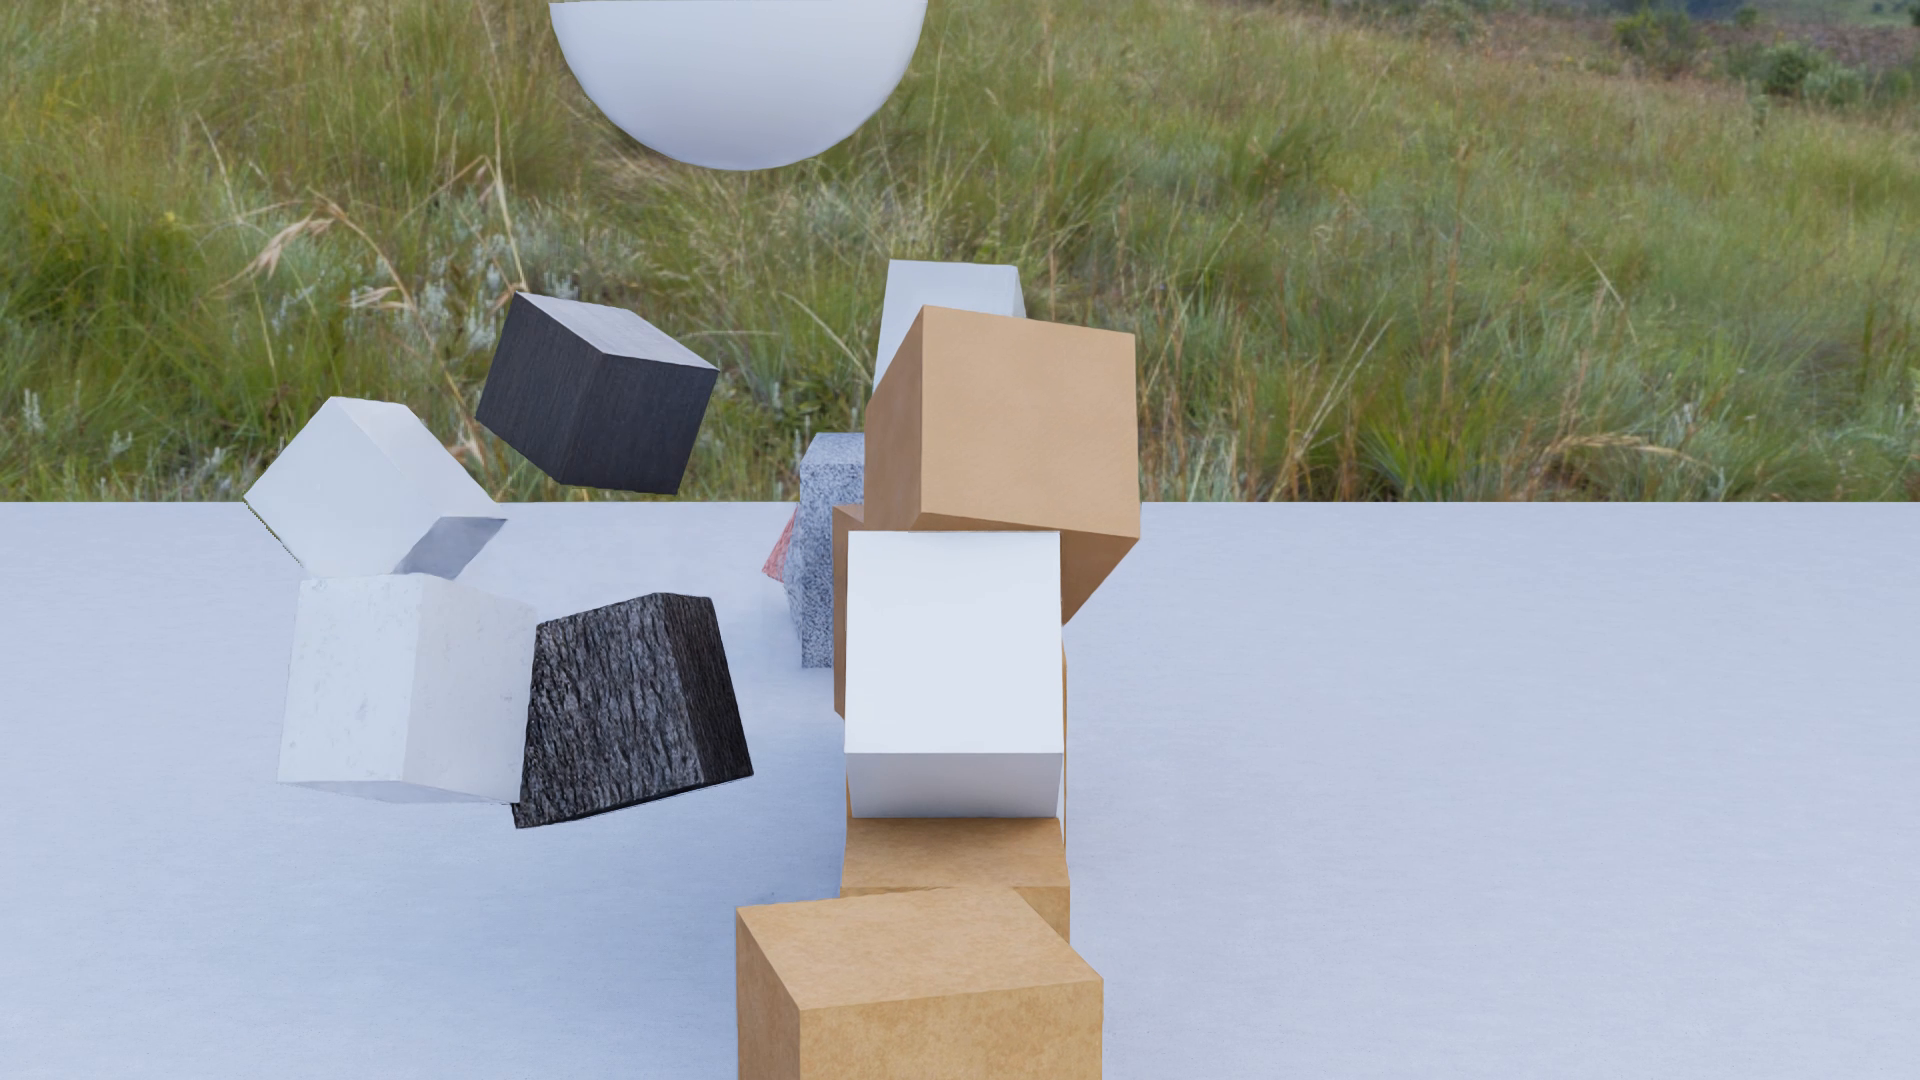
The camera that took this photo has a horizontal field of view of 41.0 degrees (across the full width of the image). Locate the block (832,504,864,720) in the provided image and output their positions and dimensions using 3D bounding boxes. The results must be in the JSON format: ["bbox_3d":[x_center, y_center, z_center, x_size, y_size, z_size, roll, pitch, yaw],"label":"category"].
[{"bbox_3d":[-0.069,0.334,10.569,0.730,0.883,0.755,-3,11,-18],"label":"block"}]

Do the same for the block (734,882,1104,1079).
[{"bbox_3d":[-0.145,1.666,7.767,0.891,0.942,0.929,-3,11,-16],"label":"block"}]

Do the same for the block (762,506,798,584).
[{"bbox_3d":[-0.864,0.136,16.761,0.532,0.536,0.524,30,-4,-26],"label":"block"}]

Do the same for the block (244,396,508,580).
[{"bbox_3d":[-2.763,-0.154,12.188,0.792,0.654,0.700,46,11,12],"label":"block"}]

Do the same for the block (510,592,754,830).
[{"bbox_3d":[-1.406,0.697,10.523,0.792,0.771,0.765,-15,-6,9],"label":"block"}]

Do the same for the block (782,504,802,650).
[{"bbox_3d":[-0.645,0.229,15.558,0.648,0.709,0.669,-3,51,-18],"label":"block"}]

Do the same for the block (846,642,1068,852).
[{"bbox_3d":[-0.016,0.933,11.725,0.965,0.969,1.007,0,10,0],"label":"block"}]

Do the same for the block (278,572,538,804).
[{"bbox_3d":[-2.110,0.585,9.848,0.628,0.774,0.654,-4,-14,31],"label":"block"}]

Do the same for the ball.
[{"bbox_3d":[-0.929,-2.352,10.753,1.600,1.600,1.600,0,10,0],"label":"ball"}]

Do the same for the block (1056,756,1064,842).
[{"bbox_3d":[0.003,1.165,10.814,0.837,0.839,0.822,0,10,0],"label":"block"}]

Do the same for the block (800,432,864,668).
[{"bbox_3d":[-0.232,0.029,11.496,0.886,0.892,0.972,0,10,1],"label":"block"}]

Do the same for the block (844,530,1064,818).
[{"bbox_3d":[-0.021,0.522,9.459,0.760,0.845,0.835,0,-24,0],"label":"block"}]

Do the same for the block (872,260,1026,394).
[{"bbox_3d":[-0.036,-0.851,12.036,0.597,0.688,0.621,4,-20,8],"label":"block"}]

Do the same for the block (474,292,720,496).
[{"bbox_3d":[-1.931,-0.774,13.614,0.764,0.729,0.874,5,21,-45],"label":"block"}]

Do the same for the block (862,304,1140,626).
[{"bbox_3d":[0.139,-0.266,9.762,0.824,0.841,0.877,7,-25,-15],"label":"block"}]

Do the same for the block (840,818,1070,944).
[{"bbox_3d":[-0.019,1.488,9.231,0.785,0.769,0.828,0,10,-1],"label":"block"}]
